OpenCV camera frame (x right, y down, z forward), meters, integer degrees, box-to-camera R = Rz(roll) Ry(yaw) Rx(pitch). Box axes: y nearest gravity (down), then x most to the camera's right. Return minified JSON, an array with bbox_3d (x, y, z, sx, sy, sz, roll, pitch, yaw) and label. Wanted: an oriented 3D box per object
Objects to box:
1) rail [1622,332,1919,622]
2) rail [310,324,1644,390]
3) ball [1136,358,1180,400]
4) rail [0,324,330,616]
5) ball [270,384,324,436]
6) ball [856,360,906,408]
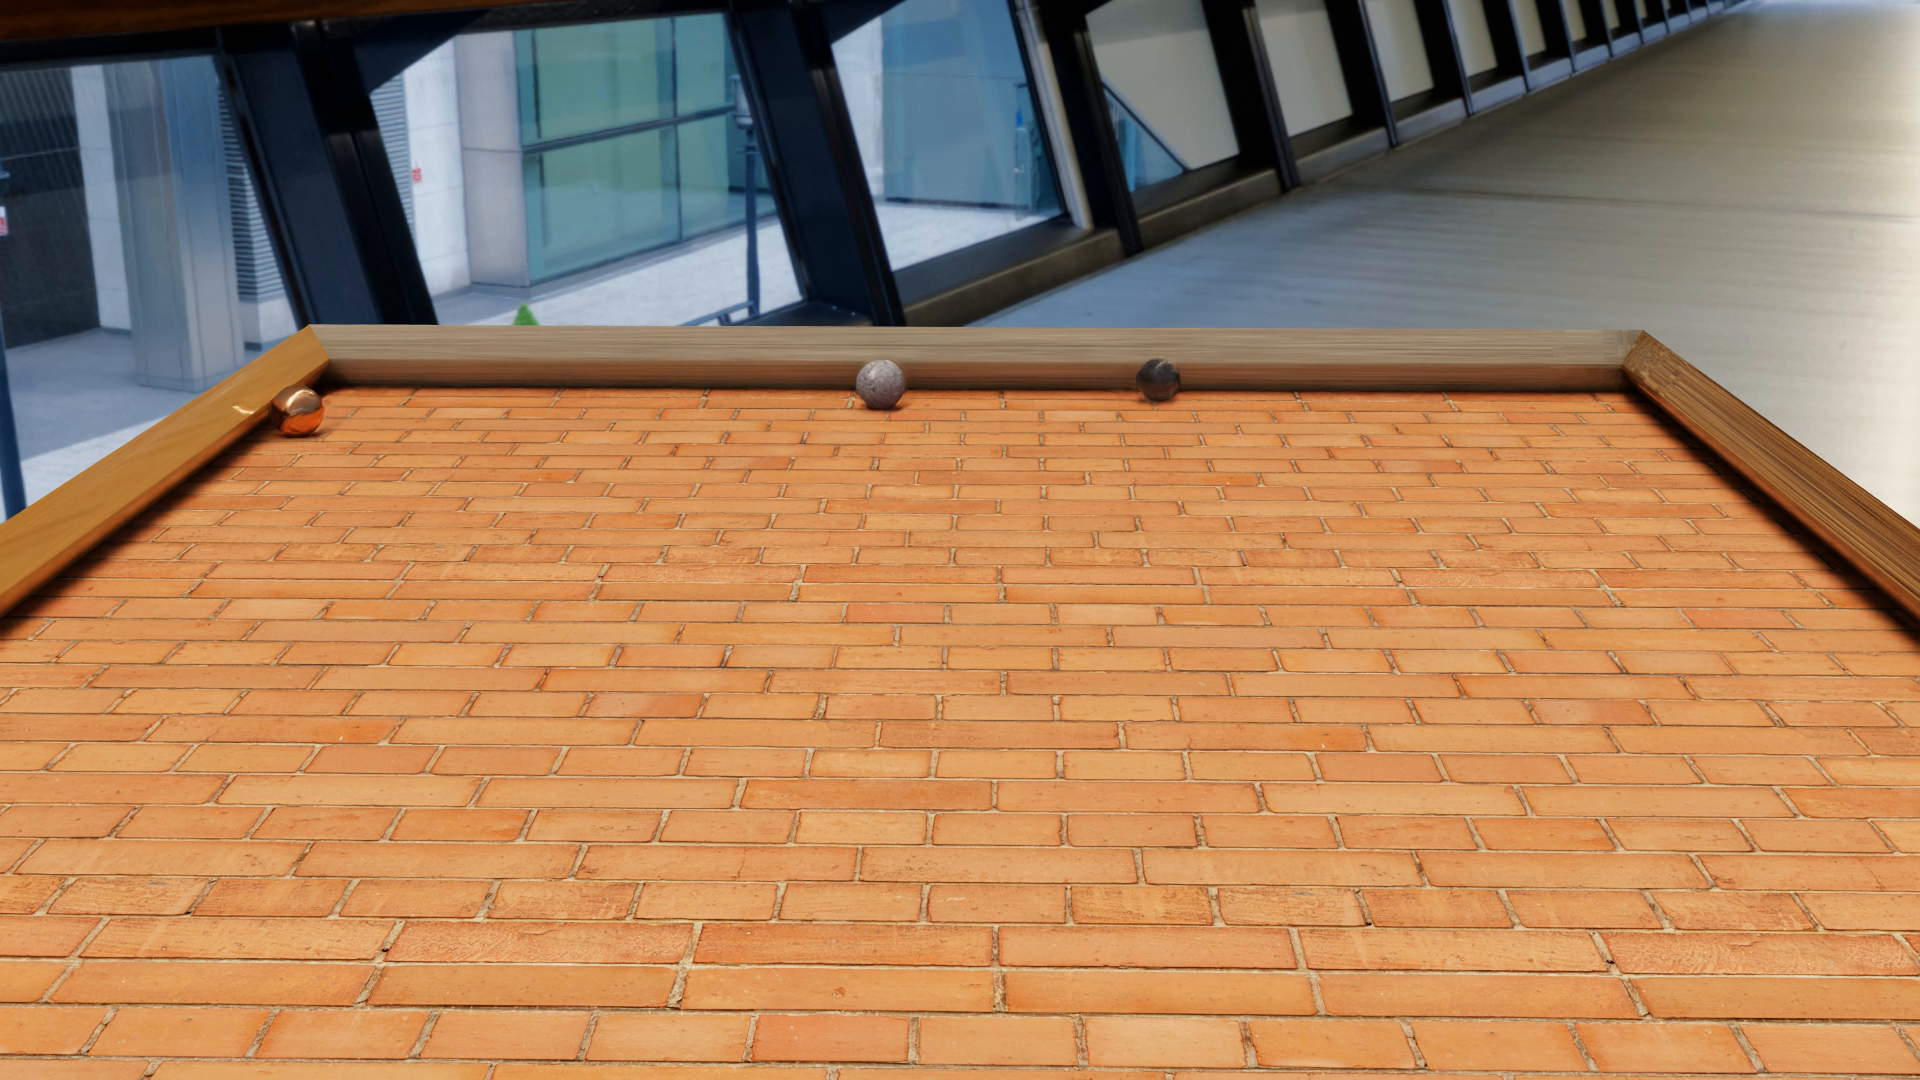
[{"bbox_3d":[1.091,0.288,1.779,0.045,0.105,4.084,0,17,1],"label":"rail"},{"bbox_3d":[0.020,-0.304,3.731,2.271,0.105,0.045,0,17,1],"label":"rail"},{"bbox_3d":[0.331,-0.269,3.675,0.072,0.072,0.072,0,17,0],"label":"ball"},{"bbox_3d":[-1.132,0.275,1.822,0.045,0.105,4.084,0,17,1],"label":"rail"},{"bbox_3d":[-1.036,-0.202,3.438,0.081,0.081,0.081,0,17,0],"label":"ball"},{"bbox_3d":[-0.130,-0.257,3.621,0.081,0.081,0.081,0,17,0],"label":"ball"}]
